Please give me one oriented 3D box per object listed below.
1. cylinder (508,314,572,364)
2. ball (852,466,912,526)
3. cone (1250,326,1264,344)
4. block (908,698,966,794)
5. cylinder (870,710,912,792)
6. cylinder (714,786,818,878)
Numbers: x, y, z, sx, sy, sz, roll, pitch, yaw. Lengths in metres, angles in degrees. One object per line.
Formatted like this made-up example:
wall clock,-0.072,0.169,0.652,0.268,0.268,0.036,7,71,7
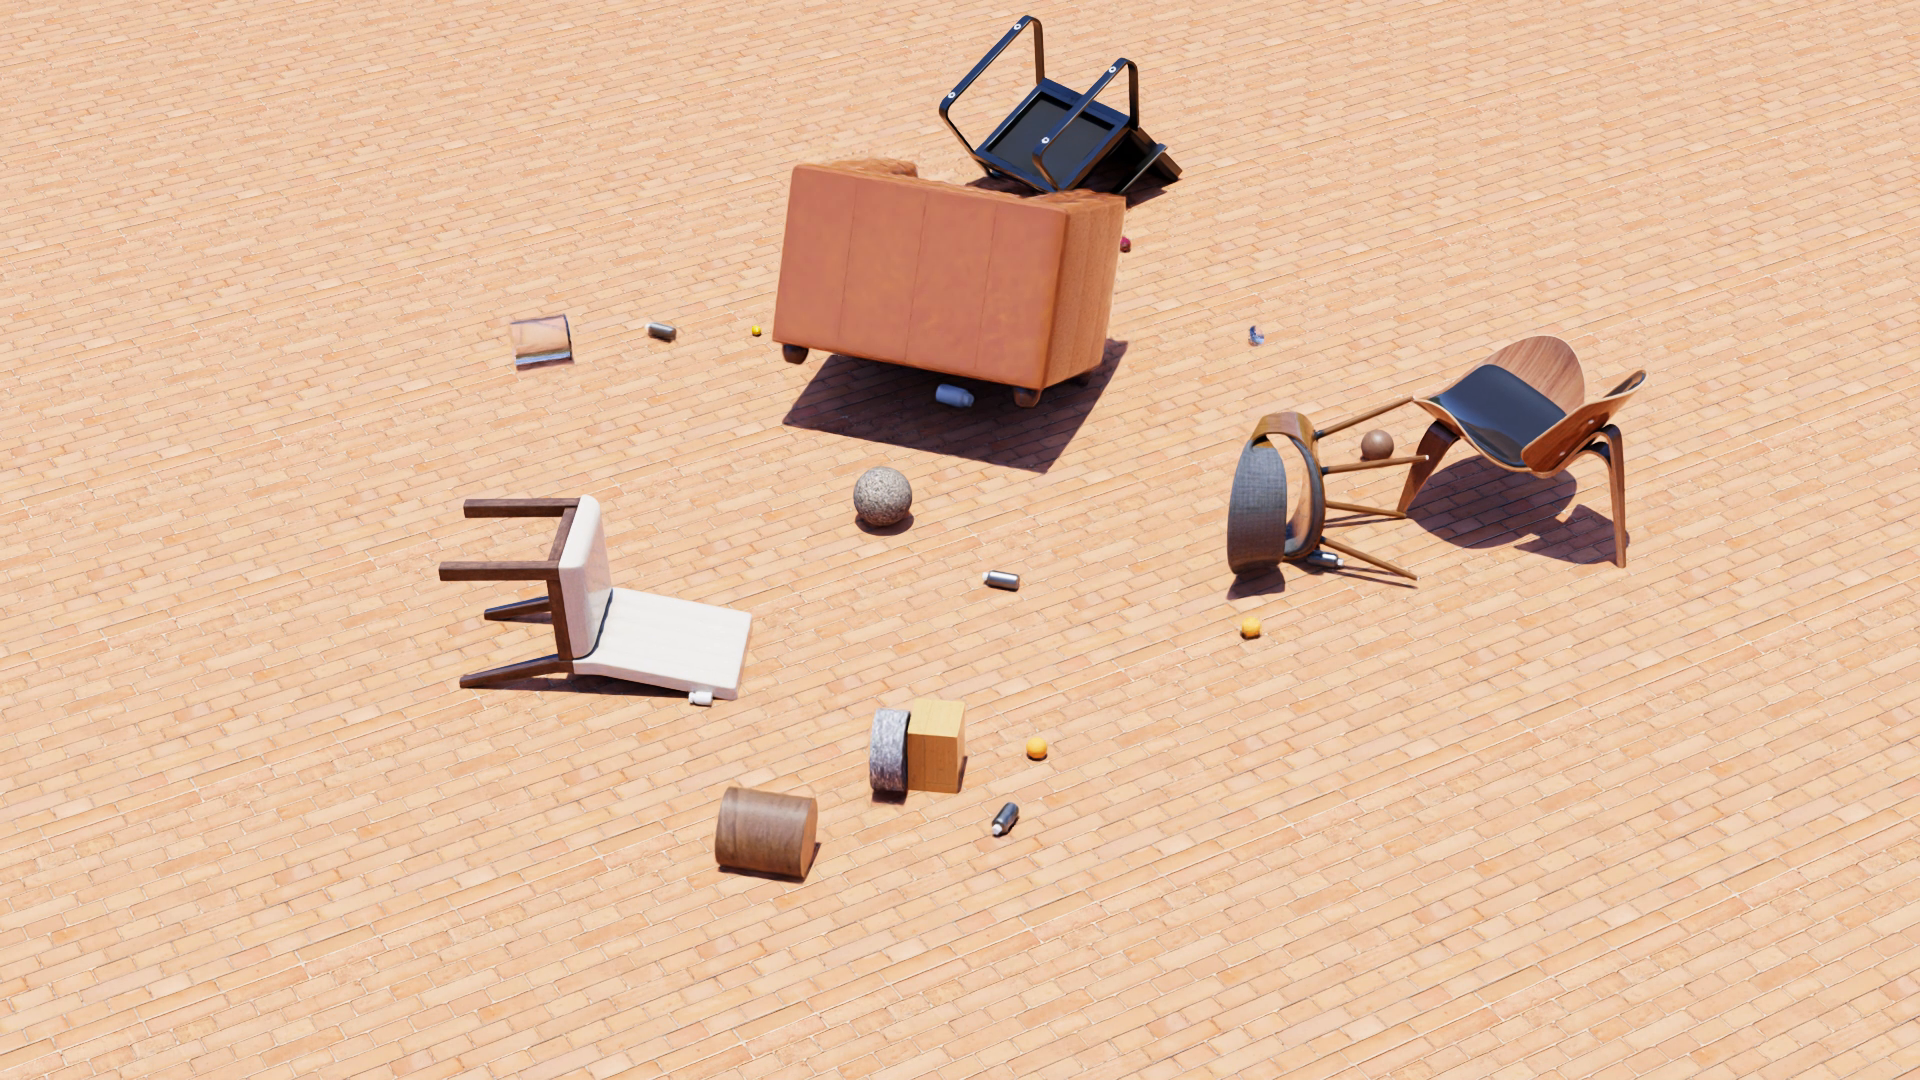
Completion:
cylinder,-1.725,-0.823,12.039,0.230,0.169,0.178,-9,60,-14
ball,-0.289,-0.164,10.990,0.223,0.223,0.223,0,33,0
cone,1.222,-0.844,12.199,0.082,0.040,0.096,56,40,2
block,-0.078,0.681,9.696,0.165,0.236,0.193,4,34,6
cylinder,-0.227,0.693,9.651,0.106,0.268,0.243,4,20,6
cylinder,-0.616,0.927,9.331,0.282,0.252,0.180,7,-4,11
